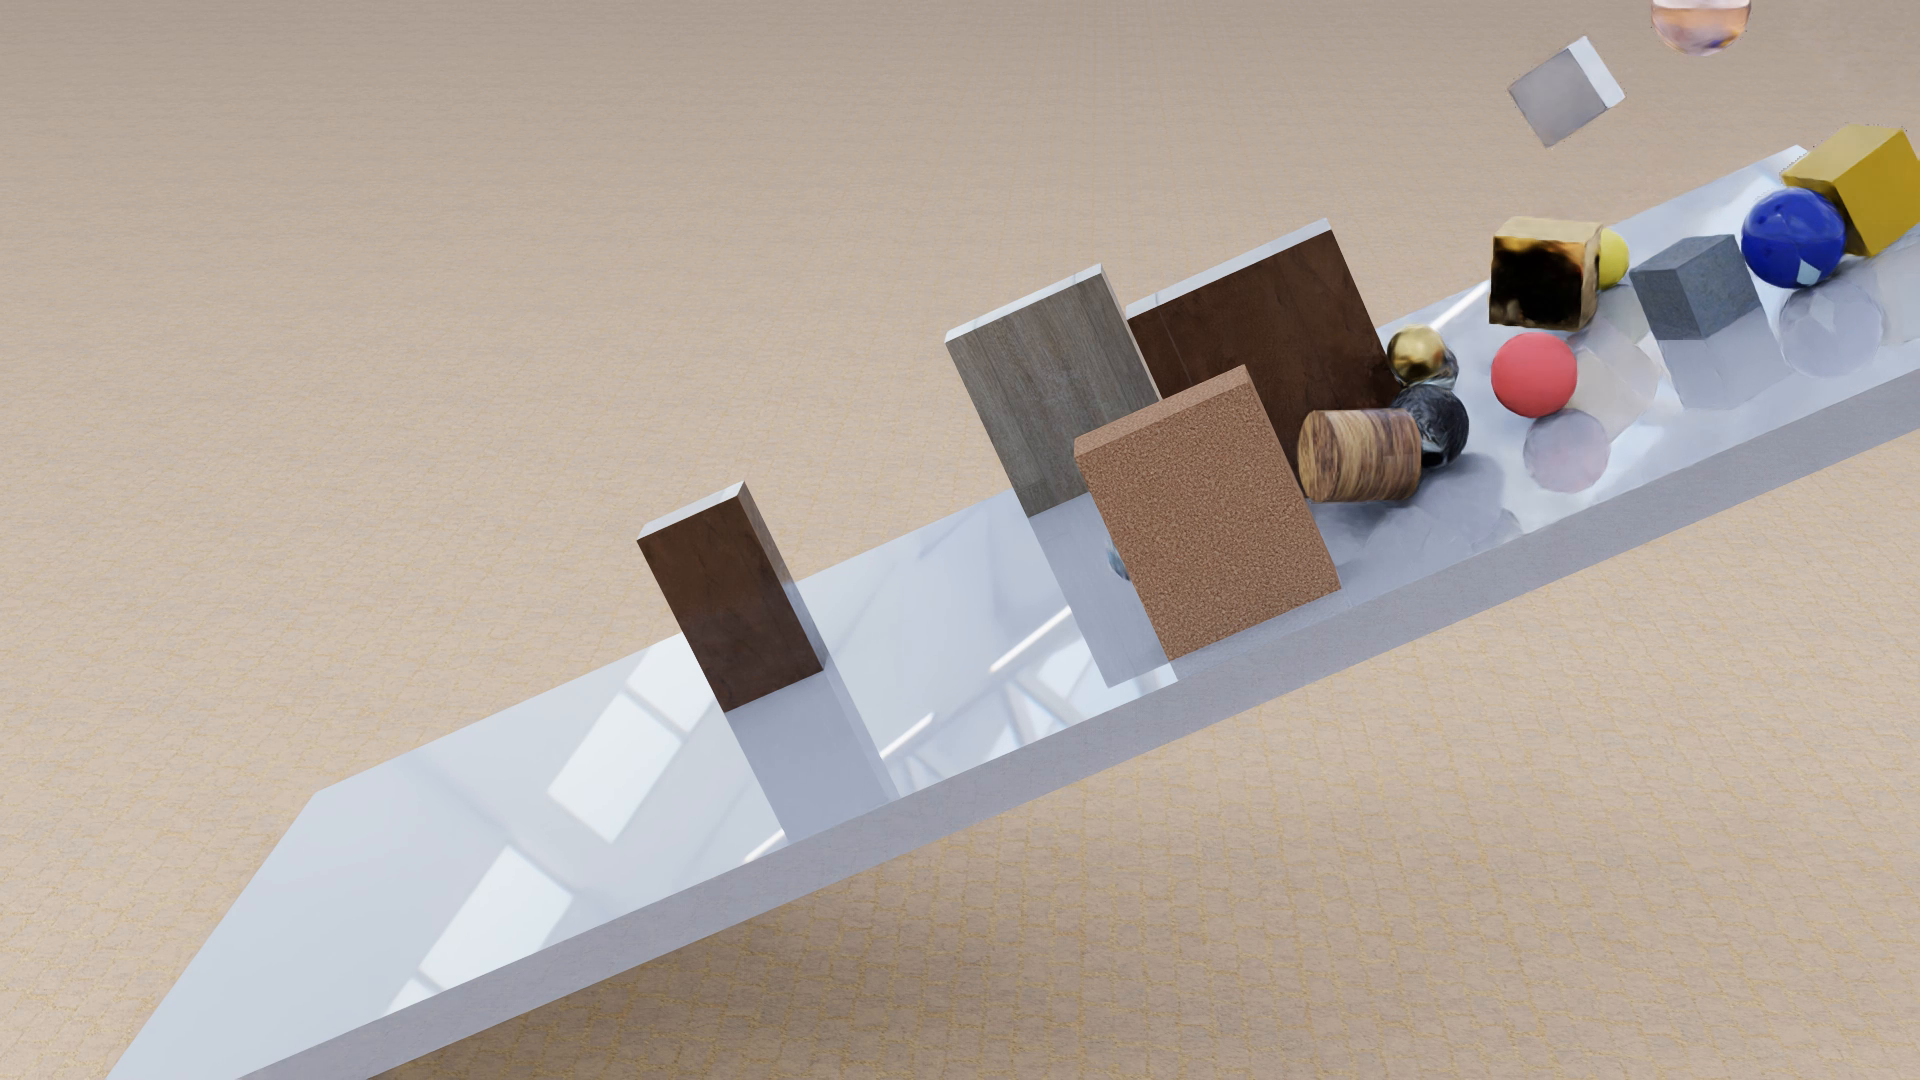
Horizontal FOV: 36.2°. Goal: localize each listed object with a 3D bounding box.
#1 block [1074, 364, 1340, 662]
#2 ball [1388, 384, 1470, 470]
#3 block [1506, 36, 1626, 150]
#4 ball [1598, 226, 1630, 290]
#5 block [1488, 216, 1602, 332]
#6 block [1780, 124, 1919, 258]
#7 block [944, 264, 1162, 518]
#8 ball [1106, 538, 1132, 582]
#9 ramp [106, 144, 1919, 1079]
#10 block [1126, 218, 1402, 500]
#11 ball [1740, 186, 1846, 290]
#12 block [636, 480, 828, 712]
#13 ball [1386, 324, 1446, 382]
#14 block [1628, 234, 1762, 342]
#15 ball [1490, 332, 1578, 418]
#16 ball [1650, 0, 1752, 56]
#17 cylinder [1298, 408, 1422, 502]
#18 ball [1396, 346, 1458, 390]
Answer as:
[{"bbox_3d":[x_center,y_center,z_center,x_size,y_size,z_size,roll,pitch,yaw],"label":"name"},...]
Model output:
[{"bbox_3d":[0.451,-0.050,5.381,0.340,0.422,0.149,-24,13,9],"label":"block"},{"bbox_3d":[0.912,-0.221,5.755,0.168,0.168,0.168,0,16,0],"label":"ball"},{"bbox_3d":[1.192,-0.879,5.781,0.146,0.146,0.146,-33,0,31],"label":"block"},{"bbox_3d":[1.398,-0.618,6.459,0.141,0.141,0.141,0,16,0],"label":"ball"},{"bbox_3d":[1.246,-0.568,6.260,0.192,0.192,0.192,8,21,21],"label":"block"},{"bbox_3d":[1.790,-0.696,5.849,0.181,0.181,0.181,-36,19,-8],"label":"block"},{"bbox_3d":[0.243,-0.348,6.858,0.394,0.460,0.129,-24,13,9],"label":"block"},{"bbox_3d":[0.362,0.019,5.923,0.133,0.133,0.133,0,16,0],"label":"ball"},{"bbox_3d":[0.134,0.169,6.283,4.000,0.100,2.000,-24,13,9],"label":"ramp"},{"bbox_3d":[0.641,-0.334,5.991,0.444,0.489,0.146,-24,13,9],"label":"block"},{"bbox_3d":[1.636,-0.593,5.780,0.201,0.201,0.201,0,16,0],"label":"ball"},{"bbox_3d":[-0.496,0.125,6.453,0.244,0.432,0.133,-24,13,9],"label":"block"},{"bbox_3d":[0.902,-0.369,5.814,0.117,0.117,0.117,0,16,0],"label":"ball"},{"bbox_3d":[1.461,-0.501,5.852,0.155,0.155,0.155,-30,14,-19],"label":"block"},{"bbox_3d":[1.124,-0.324,5.759,0.169,0.169,0.169,0,16,0],"label":"ball"},{"bbox_3d":[1.422,-1.024,5.648,0.187,0.187,0.187,0,16,0],"label":"ball"},{"bbox_3d":[0.767,-0.163,5.646,0.177,0.177,0.177,-2,15,-18],"label":"cylinder"},{"bbox_3d":[0.949,-0.343,5.972,0.126,0.126,0.126,0,16,0],"label":"ball"}]
